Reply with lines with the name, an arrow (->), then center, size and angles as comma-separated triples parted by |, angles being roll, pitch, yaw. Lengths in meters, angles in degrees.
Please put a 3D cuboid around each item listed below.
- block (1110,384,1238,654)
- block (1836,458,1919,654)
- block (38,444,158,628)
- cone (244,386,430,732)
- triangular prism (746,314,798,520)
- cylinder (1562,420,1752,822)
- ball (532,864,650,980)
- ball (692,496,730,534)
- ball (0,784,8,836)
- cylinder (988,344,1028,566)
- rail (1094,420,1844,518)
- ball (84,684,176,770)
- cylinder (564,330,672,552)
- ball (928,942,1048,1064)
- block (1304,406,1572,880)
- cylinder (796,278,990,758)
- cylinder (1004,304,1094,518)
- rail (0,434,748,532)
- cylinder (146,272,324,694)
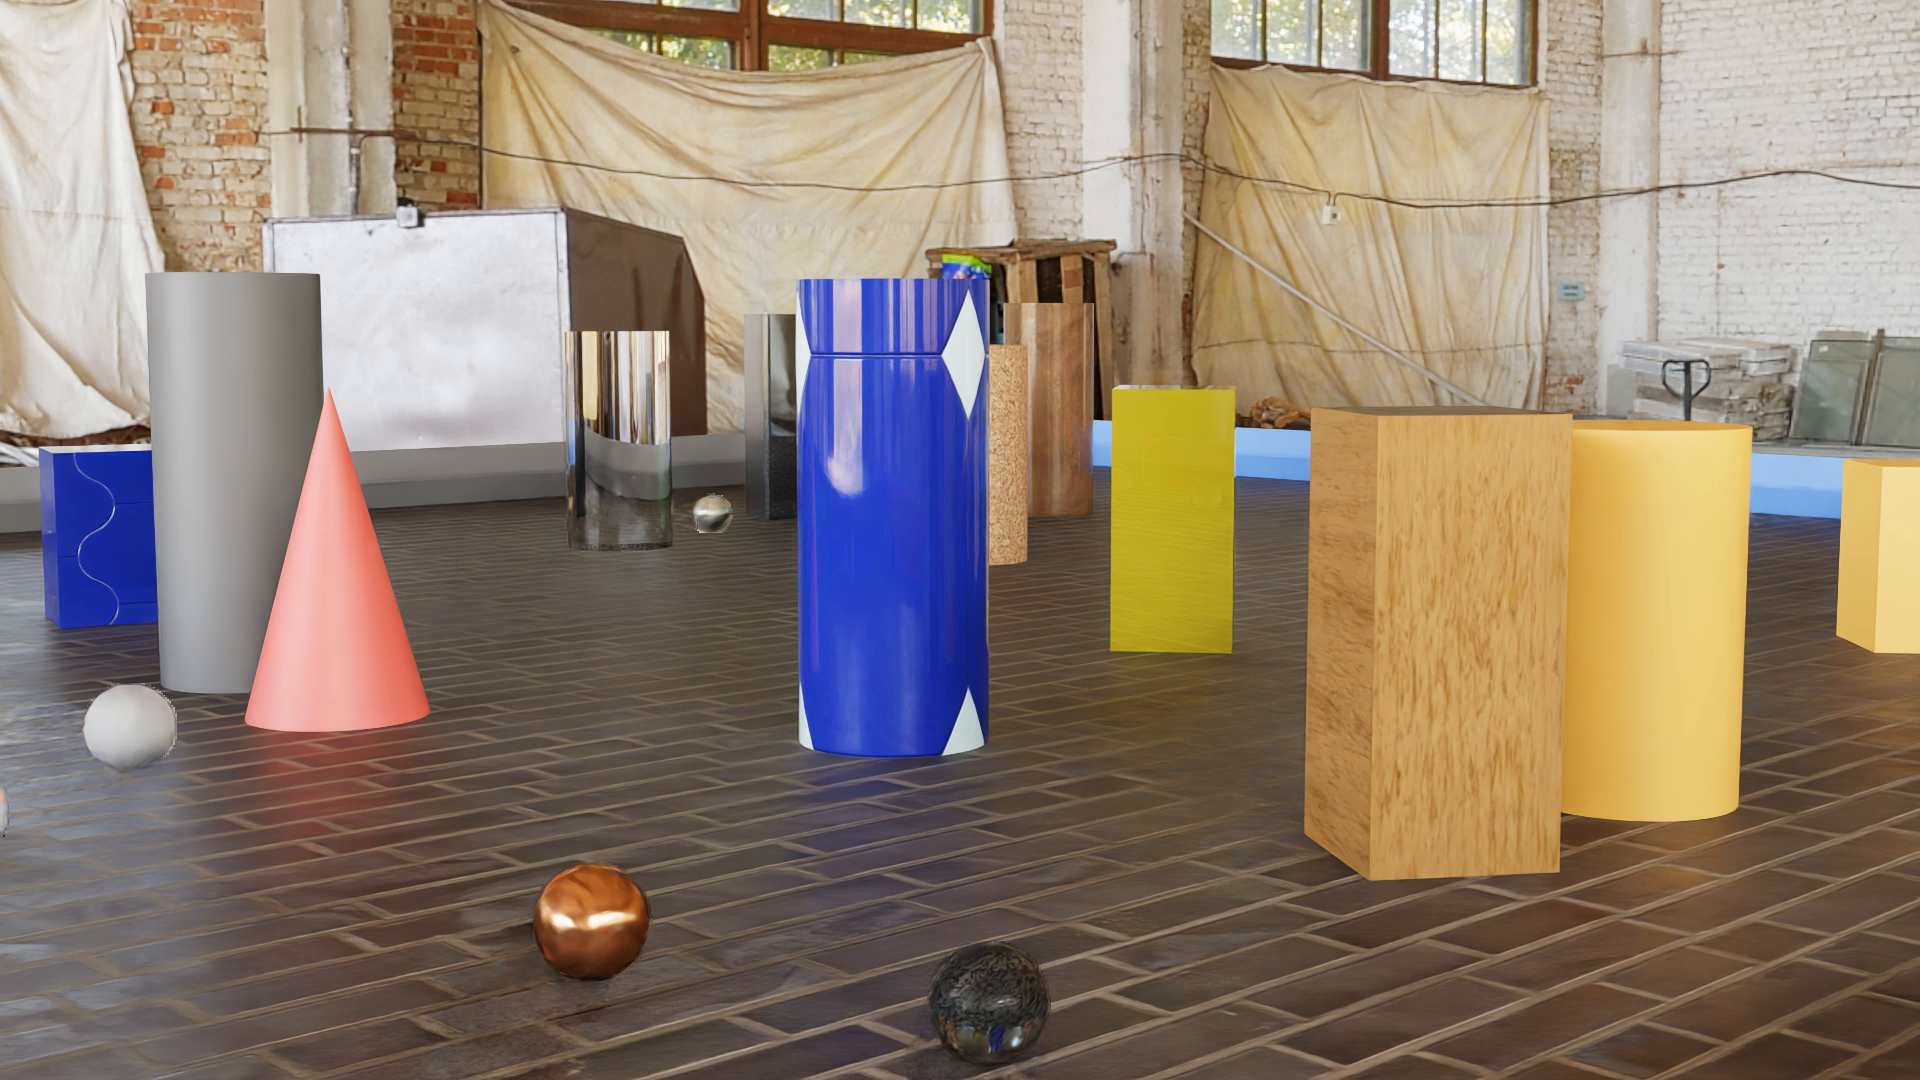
block -> 0.287, -0.032, 2.936 | 0.158, 0.343, 0.158 | 1, 6, 8
block -> 1.280, 0.019, 2.932 | 0.158, 0.243, 0.158 | 0, 6, 5
block -> -1.236, -0.010, 3.189 | 0.158, 0.247, 0.158 | -3, 7, -29
cone -> -0.687, 0.012, 2.413 | 0.198, 0.364, 0.198 | 0, 6, 0
triangular prism -> -0.412, -0.271, 4.773 | 0.149, 0.437, 0.172 | 5, 8, 40
cylinder -> 0.611, 0.066, 2.003 | 0.198, 0.342, 0.198 | 0, 6, 0
ball -> -0.246, 0.255, 1.468 | 0.077, 0.077, 0.077 | 0, 6, 0
ball -> -0.499, -0.051, 4.412 | 0.076, 0.076, 0.076 | 0, 6, 0
ball -> -0.808, 0.217, 1.748 | 0.094, 0.094, 0.094 | 0, 6, 0
cylinder -> 0.022, -0.156, 3.930 | 0.198, 0.383, 0.198 | 0, 6, 0
rail -> 1.699, -0.129, 4.891 | 0.045, 0.129, 4.209 | -5, 8, -42
ball -> -0.807, 0.182, 2.137 | 0.084, 0.084, 0.084 | 0, 6, 0
cylinder -> -0.645, -0.191, 4.157 | 0.198, 0.406, 0.198 | 0, 6, 0
ball -> 0.017, 0.275, 1.306 | 0.071, 0.071, 0.071 | 0, 6, 0
block -> 0.385, 0.076, 1.795 | 0.158, 0.364, 0.158 | -1, 6, -10
cylinder -> -0.069, -0.029, 2.269 | 0.198, 0.476, 0.198 | 0, 6, 0
cylinder -> 0.194, -0.289, 4.832 | 0.198, 0.461, 0.198 | 0, 6, 0
rail -> -1.411, -0.125, 4.853 | 4.671, 0.129, 0.045 | -5, 8, -42
cylinder -> -0.863, -0.074, 2.638 | 0.198, 0.488, 0.198 | 0, 6, 0
